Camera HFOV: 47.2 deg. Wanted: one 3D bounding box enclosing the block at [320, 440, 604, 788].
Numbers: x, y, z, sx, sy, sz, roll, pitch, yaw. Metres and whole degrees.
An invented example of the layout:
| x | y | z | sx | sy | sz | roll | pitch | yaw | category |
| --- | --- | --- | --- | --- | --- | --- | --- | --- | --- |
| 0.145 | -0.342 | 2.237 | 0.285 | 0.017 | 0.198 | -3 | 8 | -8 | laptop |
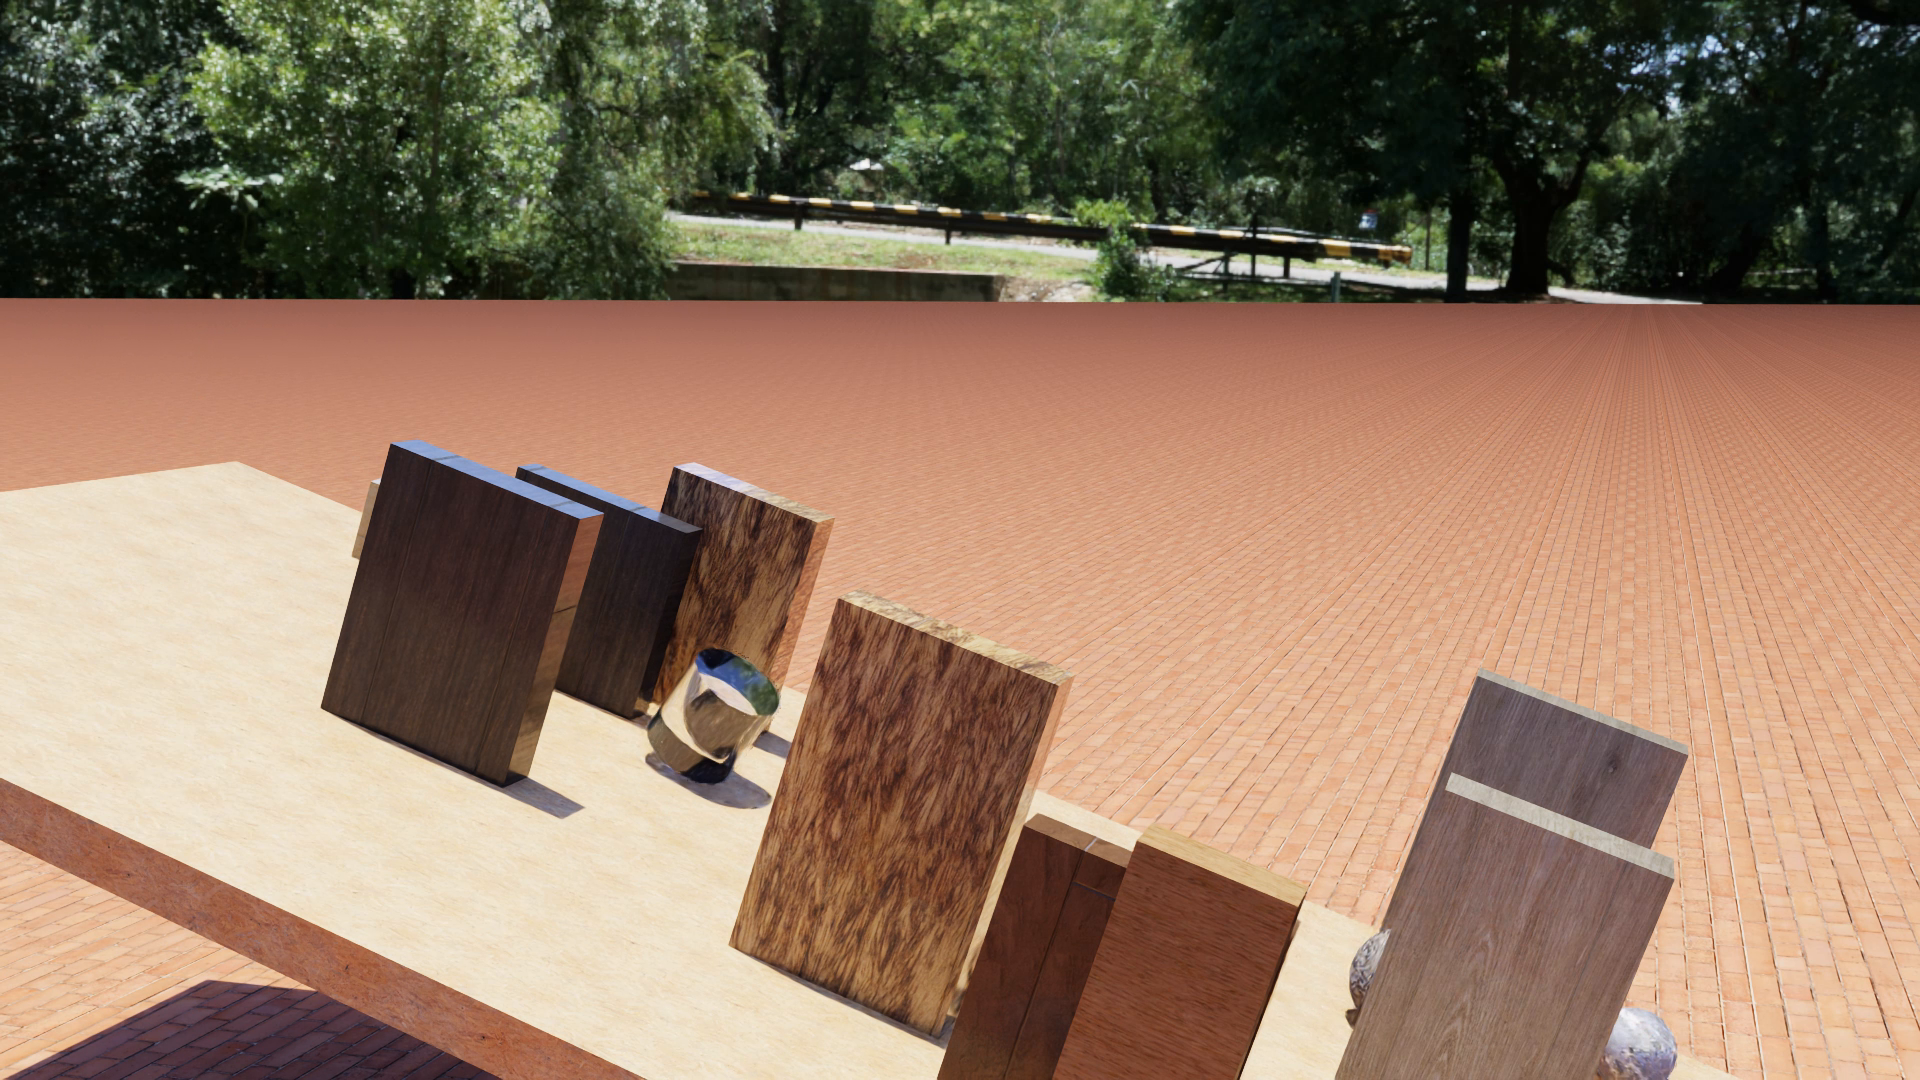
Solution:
| x | y | z | sx | sy | sz | roll | pitch | yaw | category |
| --- | --- | --- | --- | --- | --- | --- | --- | --- | --- |
| -0.942 | 0.136 | 4.144 | 0.408 | 0.539 | 0.099 | 21 | 12 | 14 | block |

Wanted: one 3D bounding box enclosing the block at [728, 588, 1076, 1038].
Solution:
| x | y | z | sx | sy | sz | roll | pitch | yaw | category |
| --- | --- | --- | --- | --- | --- | --- | --- | --- | --- |
| -0.102 | 0.456 | 3.689 | 0.397 | 0.641 | 0.111 | 21 | 12 | 14 | block |

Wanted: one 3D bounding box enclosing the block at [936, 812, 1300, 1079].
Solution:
| x | y | z | sx | sy | sz | roll | pitch | yaw | category |
| --- | --- | --- | --- | --- | --- | --- | --- | --- | --- |
| 0.231 | 0.724 | 3.359 | 0.433 | 0.479 | 0.084 | 21 | 12 | 14 | block |

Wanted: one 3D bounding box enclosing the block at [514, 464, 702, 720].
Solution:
| x | y | z | sx | sy | sz | roll | pitch | yaw | category |
| --- | --- | --- | --- | --- | --- | --- | --- | --- | --- |
| -0.810 | 0.109 | 4.728 | 0.410 | 0.429 | 0.083 | 21 | 12 | 14 | block |

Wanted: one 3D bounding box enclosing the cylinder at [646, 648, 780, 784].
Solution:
| x | y | z | sx | sy | sz | roll | pitch | yaw | category |
| --- | --- | --- | --- | --- | --- | --- | --- | --- | --- |
| -0.503 | 0.359 | 4.480 | 0.196 | 0.196 | 0.196 | 31 | 23 | -15 | cylinder |

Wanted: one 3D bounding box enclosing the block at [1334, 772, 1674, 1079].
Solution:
| x | y | z | sx | sy | sz | roll | pitch | yaw | category |
| --- | --- | --- | --- | --- | --- | --- | --- | --- | --- |
| 0.971 | 0.777 | 3.949 | 0.411 | 0.589 | 0.141 | 21 | 12 | 14 | block |

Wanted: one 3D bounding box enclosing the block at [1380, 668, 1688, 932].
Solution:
| x | y | z | sx | sy | sz | roll | pitch | yaw | category |
| --- | --- | --- | --- | --- | --- | --- | --- | --- | --- |
| 1.171 | 0.661 | 4.568 | 0.440 | 0.671 | 0.099 | 21 | 12 | 14 | block |

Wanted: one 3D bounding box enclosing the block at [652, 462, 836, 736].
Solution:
| x | y | z | sx | sy | sz | roll | pitch | yaw | category |
| --- | --- | --- | --- | --- | --- | --- | --- | --- | --- |
| -0.524 | 0.133 | 4.840 | 0.351 | 0.512 | 0.110 | 21 | 12 | 14 | block |

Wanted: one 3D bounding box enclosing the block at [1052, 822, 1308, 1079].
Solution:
| x | y | z | sx | sy | sz | roll | pitch | yaw | category |
| --- | --- | --- | --- | --- | --- | --- | --- | --- | --- |
| 0.283 | 0.728 | 3.164 | 0.240 | 0.584 | 0.105 | 21 | 12 | 14 | block |

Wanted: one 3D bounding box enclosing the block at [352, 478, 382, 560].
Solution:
| x | y | z | sx | sy | sz | roll | pitch | yaw | category |
| --- | --- | --- | --- | --- | --- | --- | --- | --- | --- |
| -1.299 | -0.033 | 5.233 | 0.189 | 0.189 | 0.189 | 19 | 12 | 7 | block |

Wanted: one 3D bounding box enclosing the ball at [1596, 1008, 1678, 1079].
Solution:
| x | y | z | sx | sy | sz | roll | pitch | yaw | category |
| --- | --- | --- | --- | --- | --- | --- | --- | --- | --- |
| 1.352 | 1.024 | 4.417 | 0.168 | 0.168 | 0.168 | 0 | 7 | 0 | ball |

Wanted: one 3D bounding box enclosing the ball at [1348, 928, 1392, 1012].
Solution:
| x | y | z | sx | sy | sz | roll | pitch | yaw | category |
| --- | --- | --- | --- | --- | --- | --- | --- | --- | --- |
| 0.868 | 0.867 | 4.312 | 0.209 | 0.209 | 0.209 | 0 | 7 | 0 | ball |

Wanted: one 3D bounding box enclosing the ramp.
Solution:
| x | y | z | sx | sy | sz | roll | pitch | yaw | category |
| --- | --- | --- | --- | --- | --- | --- | --- | --- | --- |
| -0.350 | 0.656 | 4.222 | 4.000 | 0.100 | 2.000 | 21 | 12 | 14 | ramp |
